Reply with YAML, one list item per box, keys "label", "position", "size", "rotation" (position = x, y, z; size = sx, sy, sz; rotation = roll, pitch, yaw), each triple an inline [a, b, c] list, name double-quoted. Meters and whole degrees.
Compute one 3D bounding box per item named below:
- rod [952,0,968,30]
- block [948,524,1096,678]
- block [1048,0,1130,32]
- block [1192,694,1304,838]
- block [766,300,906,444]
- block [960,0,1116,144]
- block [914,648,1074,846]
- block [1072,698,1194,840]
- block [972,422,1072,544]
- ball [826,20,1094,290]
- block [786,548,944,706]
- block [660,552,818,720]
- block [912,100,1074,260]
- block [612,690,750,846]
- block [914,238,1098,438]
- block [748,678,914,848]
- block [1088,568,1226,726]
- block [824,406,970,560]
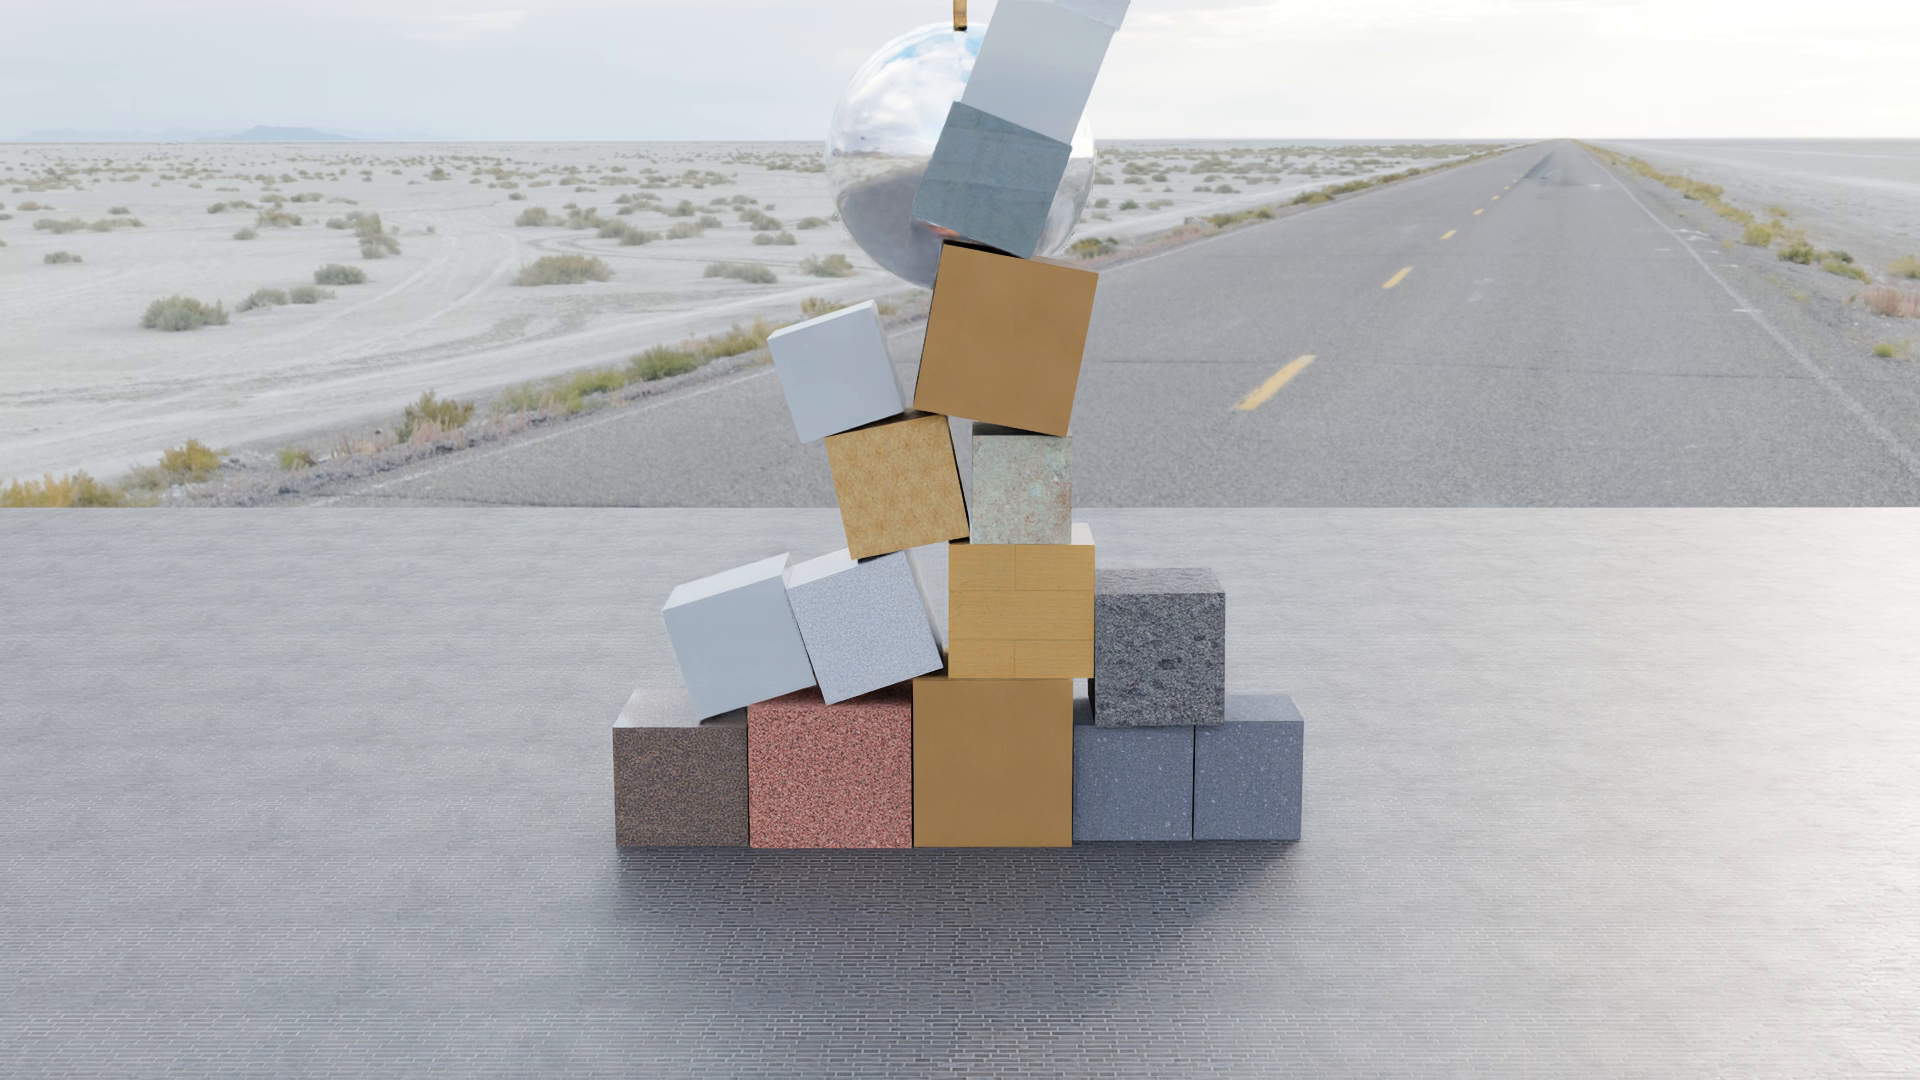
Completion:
- label: "rod"
  position: [0.000, -5.133, 11.258]
  size: [0.080, 5.200, 0.080]
  rotation: [0, 33, 0]
- label: "block"
  position: [0.305, 0.301, 11.229]
  size: [0.725, 0.676, 0.626]
  rotation: [0, 10, 0]
- label: "block"
  position: [0.603, -2.758, 10.700]
  size: [0.480, 0.418, 0.447]
  rotation: [20, 9, -7]
- label: "block"
  position: [1.461, 1.169, 11.404]
  size: [0.548, 0.620, 0.540]
  rotation: [0, 10, 0]
- label: "block"
  position: [-0.609, -0.852, 11.033]
  size: [0.534, 0.540, 0.541]
  rotation: [-17, 10, 3]
- label: "block"
  position: [0.366, -2.312, 10.751]
  size: [0.567, 0.589, 0.580]
  rotation: [21, 9, -4]
- label: "block"
  position: [0.165, 1.057, 11.357]
  size: [0.795, 0.858, 0.742]
  rotation: [0, 10, 0]
- label: "block"
  position: [0.875, 1.179, 11.389]
  size: [0.605, 0.605, 0.556]
  rotation: [0, 10, 0]
- label: "block"
  position: [0.308, -0.297, 11.124]
  size: [0.492, 0.539, 0.567]
  rotation: [0, 10, 0]
- label: "ball"
  position: [0.000, -2.275, 13.099]
  size: [1.600, 1.600, 1.600]
  rotation: [0, 10, 0]
- label: "block"
  position: [-0.477, 0.384, 11.255]
  size: [0.617, 0.624, 0.641]
  rotation: [-18, 10, 3]
- label: "block"
  position: [-1.105, 0.484, 11.278]
  size: [0.629, 0.586, 0.629]
  rotation: [-17, 10, 2]
- label: "block"
  position: [0.149, -1.782, 10.865]
  size: [0.613, 0.577, 0.669]
  rotation: [21, 9, -4]
- label: "block"
  position: [-1.400, 1.169, 11.412]
  size: [0.670, 0.617, 0.777]
  rotation: [0, 10, 0]
- label: "block"
  position: [0.216, -1.025, 11.002]
  size: [0.762, 0.810, 0.711]
  rotation: [10, 10, -3]
- label: "block"
  position: [-0.649, 1.122, 11.395]
  size: [0.812, 0.715, 0.833]
  rotation: [0, 10, 0]
- label: "block"
  position: [0.996, 0.538, 11.275]
  size: [0.648, 0.673, 0.658]
  rotation: [-1, 10, 0]
- label: "block"
  position: [-0.310, -0.313, 11.136]
  size: [0.603, 0.626, 0.577]
  rotation: [-12, 10, 2]
